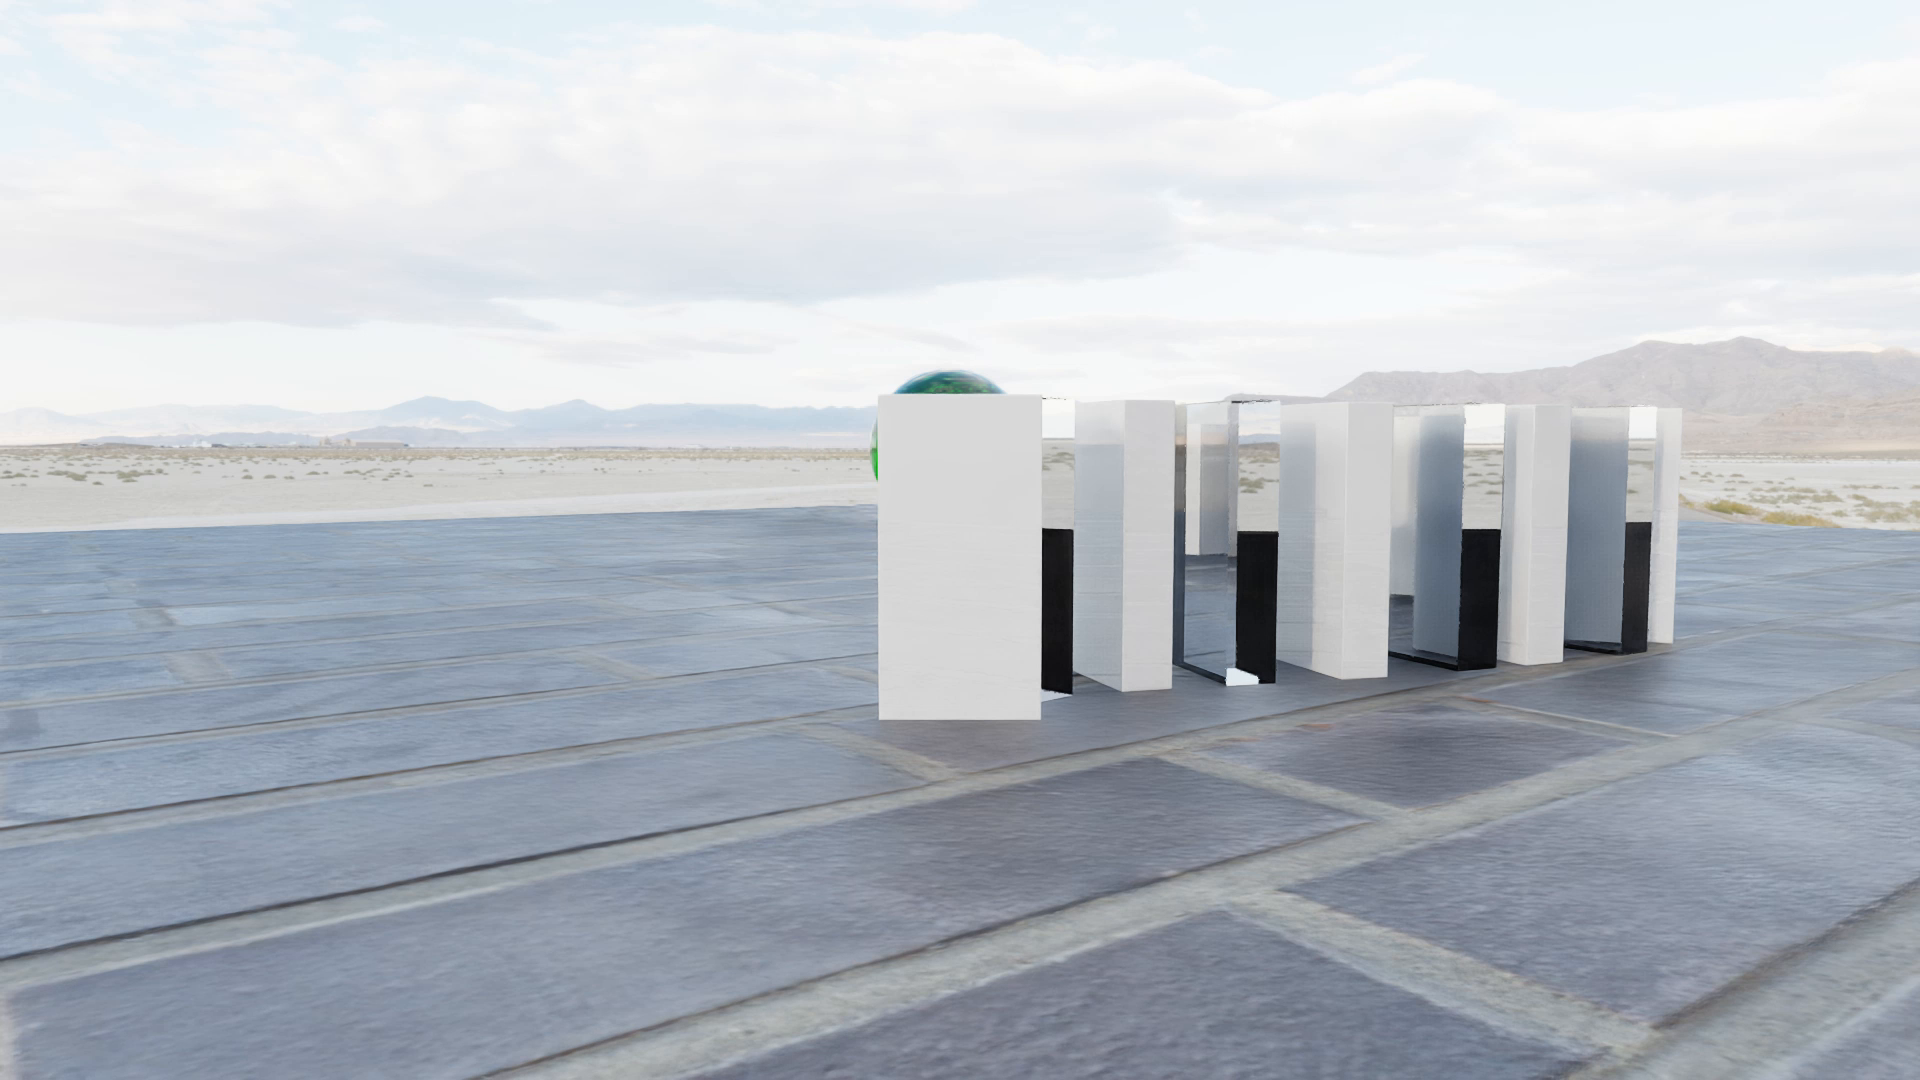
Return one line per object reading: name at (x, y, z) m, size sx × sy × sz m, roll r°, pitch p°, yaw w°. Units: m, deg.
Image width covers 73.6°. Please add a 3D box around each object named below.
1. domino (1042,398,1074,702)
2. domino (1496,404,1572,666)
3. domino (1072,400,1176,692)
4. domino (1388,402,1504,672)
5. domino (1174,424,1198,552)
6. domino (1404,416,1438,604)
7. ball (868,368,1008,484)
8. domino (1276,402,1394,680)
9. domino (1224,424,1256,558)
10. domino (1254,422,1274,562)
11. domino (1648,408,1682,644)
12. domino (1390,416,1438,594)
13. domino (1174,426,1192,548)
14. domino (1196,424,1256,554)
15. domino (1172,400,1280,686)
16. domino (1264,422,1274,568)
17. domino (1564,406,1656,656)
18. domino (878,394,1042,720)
domino at (0.007, 0.001, 0.221) m, size 0.009 × 0.050 × 0.025 m, roll -4°, pitch 6°, yaw -44°
domino at (0.108, -0.002, 0.258) m, size 0.009 × 0.050 × 0.025 m, roll -2°, pitch 5°, yaw -23°
domino at (0.029, 0.000, 0.232) m, size 0.009 × 0.050 × 0.025 m, roll -1°, pitch 5°, yaw -18°
domino at (0.093, -0.001, 0.252) m, size 0.009 × 0.050 × 0.025 m, roll -2°, pitch 5°, yaw -22°
domino at (0.093, -0.021, 0.516) m, size 0.025 × 0.050 × 0.010 m, roll -4°, pitch 6°, yaw -41°
domino at (0.134, -0.008, 0.345) m, size 0.025 × 0.050 × 0.009 m, roll -1°, pitch 4°, yaw -9°
ball at (-0.005, -0.045, 0.640) m, size 0.080 × 0.080 × 0.080 m, roll 0°, pitch 4°, yaw 0°
domino at (0.070, -0.001, 0.243) m, size 0.009 × 0.050 × 0.025 m, roll -1°, pitch 4°, yaw -16°
domino at (0.114, -0.019, 0.489) m, size 0.025 × 0.050 × 0.010 m, roll -3°, pitch 5°, yaw -33°
domino at (0.121, -0.018, 0.468) m, size 0.025 × 0.050 × 0.010 m, roll 0°, pitch 4°, yaw 2°
domino at (0.143, -0.004, 0.281) m, size 0.025 × 0.050 × 0.009 m, roll 2°, pitch 5°, yaw 25°
domino at (0.136, -0.010, 0.365) m, size 0.025 × 0.050 × 0.009 m, roll 2°, pitch 5°, yaw 26°
domino at (0.083, -0.022, 0.527) m, size 0.025 × 0.050 × 0.010 m, roll -3°, pitch 5°, yaw -38°
domino at (0.105, -0.020, 0.502) m, size 0.025 × 0.050 × 0.010 m, roll -3°, pitch 5°, yaw -39°
domino at (0.048, 0.000, 0.237) m, size 0.010 × 0.050 × 0.025 m, roll -1°, pitch 4°, yaw -15°
domino at (0.120, -0.016, 0.446) m, size 0.025 × 0.050 × 0.009 m, roll -1°, pitch 4°, yaw -9°
domino at (0.130, -0.003, 0.269) m, size 0.009 × 0.050 × 0.025 m, roll -3°, pitch 5°, yaw -32°
domino at (0.000, 0.002, 0.201) m, size 0.025 × 0.050 × 0.009 m, roll 0°, pitch 4°, yaw 0°
